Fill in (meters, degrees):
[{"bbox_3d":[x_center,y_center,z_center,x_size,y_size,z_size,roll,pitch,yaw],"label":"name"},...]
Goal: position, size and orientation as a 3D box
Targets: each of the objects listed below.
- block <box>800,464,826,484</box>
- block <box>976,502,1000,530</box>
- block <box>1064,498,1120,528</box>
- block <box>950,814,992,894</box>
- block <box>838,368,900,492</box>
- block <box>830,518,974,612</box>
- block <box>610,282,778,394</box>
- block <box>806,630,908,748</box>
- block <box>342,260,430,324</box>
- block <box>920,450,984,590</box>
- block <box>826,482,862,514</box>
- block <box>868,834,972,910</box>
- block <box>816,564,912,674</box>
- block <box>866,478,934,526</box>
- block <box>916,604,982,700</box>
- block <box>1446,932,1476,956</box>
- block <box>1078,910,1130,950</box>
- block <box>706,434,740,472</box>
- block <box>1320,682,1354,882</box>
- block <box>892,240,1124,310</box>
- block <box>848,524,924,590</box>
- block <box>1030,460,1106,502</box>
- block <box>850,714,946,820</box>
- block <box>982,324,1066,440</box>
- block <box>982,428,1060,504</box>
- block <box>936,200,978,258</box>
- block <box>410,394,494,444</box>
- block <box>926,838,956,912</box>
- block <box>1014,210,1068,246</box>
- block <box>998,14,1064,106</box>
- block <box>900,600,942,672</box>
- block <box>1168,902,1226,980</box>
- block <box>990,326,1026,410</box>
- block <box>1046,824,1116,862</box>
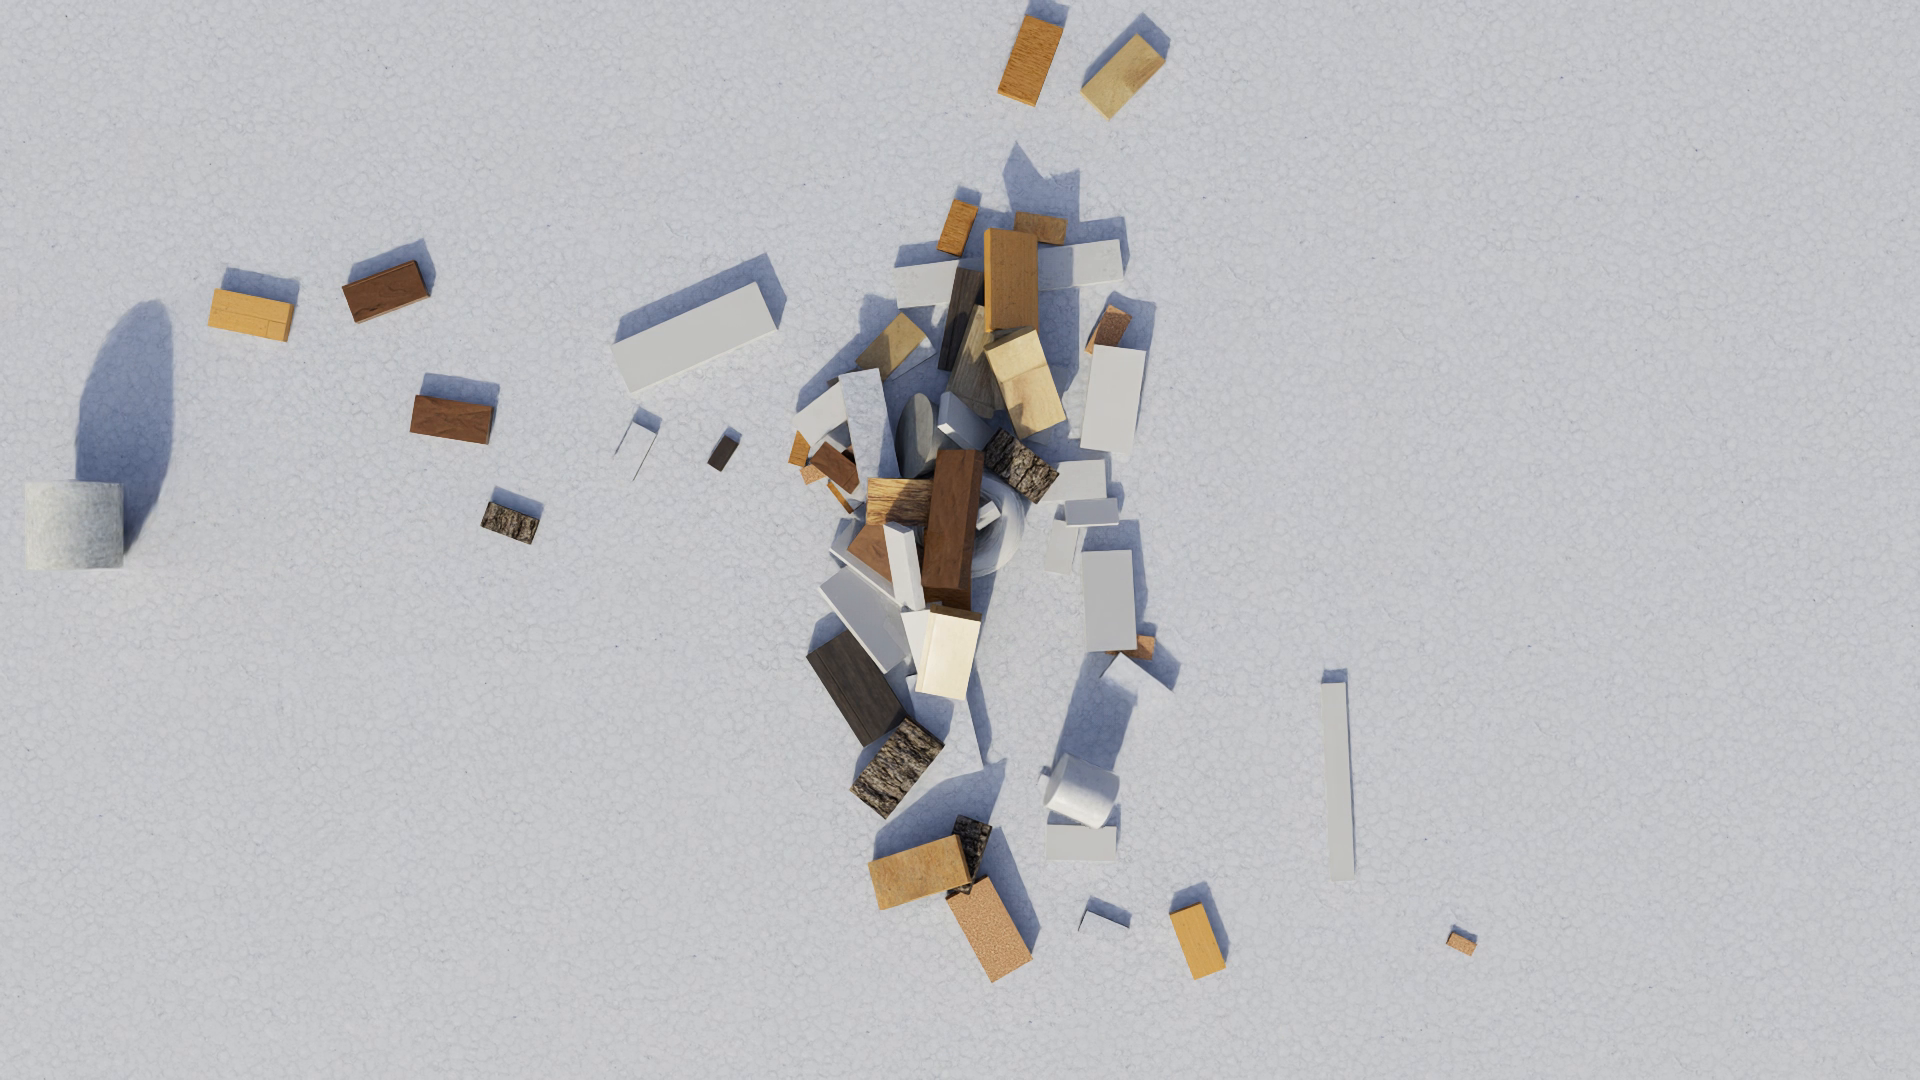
[{"bbox_3d":[-0.473,-0.231,5.492,0.112,0.016,0.056,-23,90,0],"label":"block"},{"bbox_3d":[0.082,-0.078,5.290,0.087,0.174,0.025,-34,79,0],"label":"block"},{"bbox_3d":[0.436,-0.091,5.473,0.174,0.025,0.087,-3,77,-3],"label":"block"},{"bbox_3d":[0.013,1.035,5.428,0.117,0.033,0.234,17,83,21],"label":"block"},{"bbox_3d":[-0.295,-0.359,5.403,0.130,0.037,0.390,-11,90,-12],"label":"block"},{"bbox_3d":[-0.180,0.145,5.446,0.534,0.038,0.133,38,74,-4],"label":"block"},{"bbox_3d":[-0.883,-0.669,5.476,0.529,0.048,0.171,-24,90,0],"label":"block"},{"bbox_3d":[-0.339,0.487,5.475,0.179,0.051,0.358,-32,90,0],"label":"block"},{"bbox_3d":[-1.908,-0.824,5.482,0.255,0.036,0.127,-21,90,0],"label":"block"},{"bbox_3d":[-0.023,-0.066,5.222,0.165,0.047,0.439,2,82,43],"label":"block"},{"bbox_3d":[-0.382,-0.153,5.491,0.062,0.017,0.123,-38,90,0],"label":"block"},{"bbox_3d":[-0.134,1.093,5.421,0.317,0.045,0.158,-20,72,13],"label":"block"},{"bbox_3d":[-0.289,0.245,5.449,0.179,0.051,0.358,-38,90,-18],"label":"block"},{"bbox_3d":[-0.150,-0.122,5.322,0.301,0.043,0.151,1,97,-9],"label":"block"},{"bbox_3d":[-0.038,0.365,5.337,0.165,0.047,0.329,11,125,0],"label":"block"},{"bbox_3d":[1.670,1.346,5.494,0.090,0.013,0.045,26,90,0],"label":"block"},{"bbox_3d":[0.478,1.296,5.489,0.154,0.022,0.077,23,90,0],"label":"block"},{"bbox_3d":[-0.789,-0.288,5.492,0.056,0.016,0.112,33,90,0],"label":"block"},{"bbox_3d":[1.257,0.804,5.489,0.077,0.022,0.657,-3,90,0],"label":"block"},{"bbox_3d":[0.160,-0.882,5.481,0.755,0.038,0.134,-7,90,0],"label":"block"},{"bbox_3d":[-0.179,0.076,5.385,0.360,0.043,0.151,37,101,-4],"label":"block"},{"bbox_3d":[0.355,-0.196,5.482,0.255,0.036,0.127,-3,90,0],"label":"block"},{"bbox_3d":[-0.208,0.750,5.443,0.158,0.045,0.317,39,101,4],"label":"block"},{"bbox_3d":[0.211,-0.509,5.349,0.171,0.048,0.342,-24,122,-4],"label":"block"},{"bbox_3d":[0.191,-0.242,5.401,0.255,0.036,0.127,37,90,-21],"label":"block"},{"bbox_3d":[-0.008,-1.037,5.488,0.087,0.025,0.174,19,90,0],"label":"block"},{"bbox_3d":[-1.688,-0.399,5.482,0.255,0.036,0.127,9,90,0],"label":"block"},{"bbox_3d":[-0.036,1.116,5.483,0.117,0.033,0.234,10,90,0],"label":"block"},{"bbox_3d":[0.265,-1.036,5.488,0.174,0.025,0.087,10,90,0],"label":"block"},{"bbox_3d":[0.234,-1.592,5.481,0.134,0.038,0.268,21,90,0],"label":"block"},{"bbox_3d":[-0.098,0.321,5.372,0.133,0.038,0.266,-8,125,9],"label":"block"},{"bbox_3d":[0.789,1.332,5.484,0.115,0.033,0.230,-21,90,0],"label":"block"},{"bbox_3d":[0.167,-0.559,5.363,0.131,0.037,0.261,-10,120,-16],"label":"block"},{"bbox_3d":[0.402,1.005,5.484,0.230,0.033,0.115,2,90,0],"label":"block"}]
